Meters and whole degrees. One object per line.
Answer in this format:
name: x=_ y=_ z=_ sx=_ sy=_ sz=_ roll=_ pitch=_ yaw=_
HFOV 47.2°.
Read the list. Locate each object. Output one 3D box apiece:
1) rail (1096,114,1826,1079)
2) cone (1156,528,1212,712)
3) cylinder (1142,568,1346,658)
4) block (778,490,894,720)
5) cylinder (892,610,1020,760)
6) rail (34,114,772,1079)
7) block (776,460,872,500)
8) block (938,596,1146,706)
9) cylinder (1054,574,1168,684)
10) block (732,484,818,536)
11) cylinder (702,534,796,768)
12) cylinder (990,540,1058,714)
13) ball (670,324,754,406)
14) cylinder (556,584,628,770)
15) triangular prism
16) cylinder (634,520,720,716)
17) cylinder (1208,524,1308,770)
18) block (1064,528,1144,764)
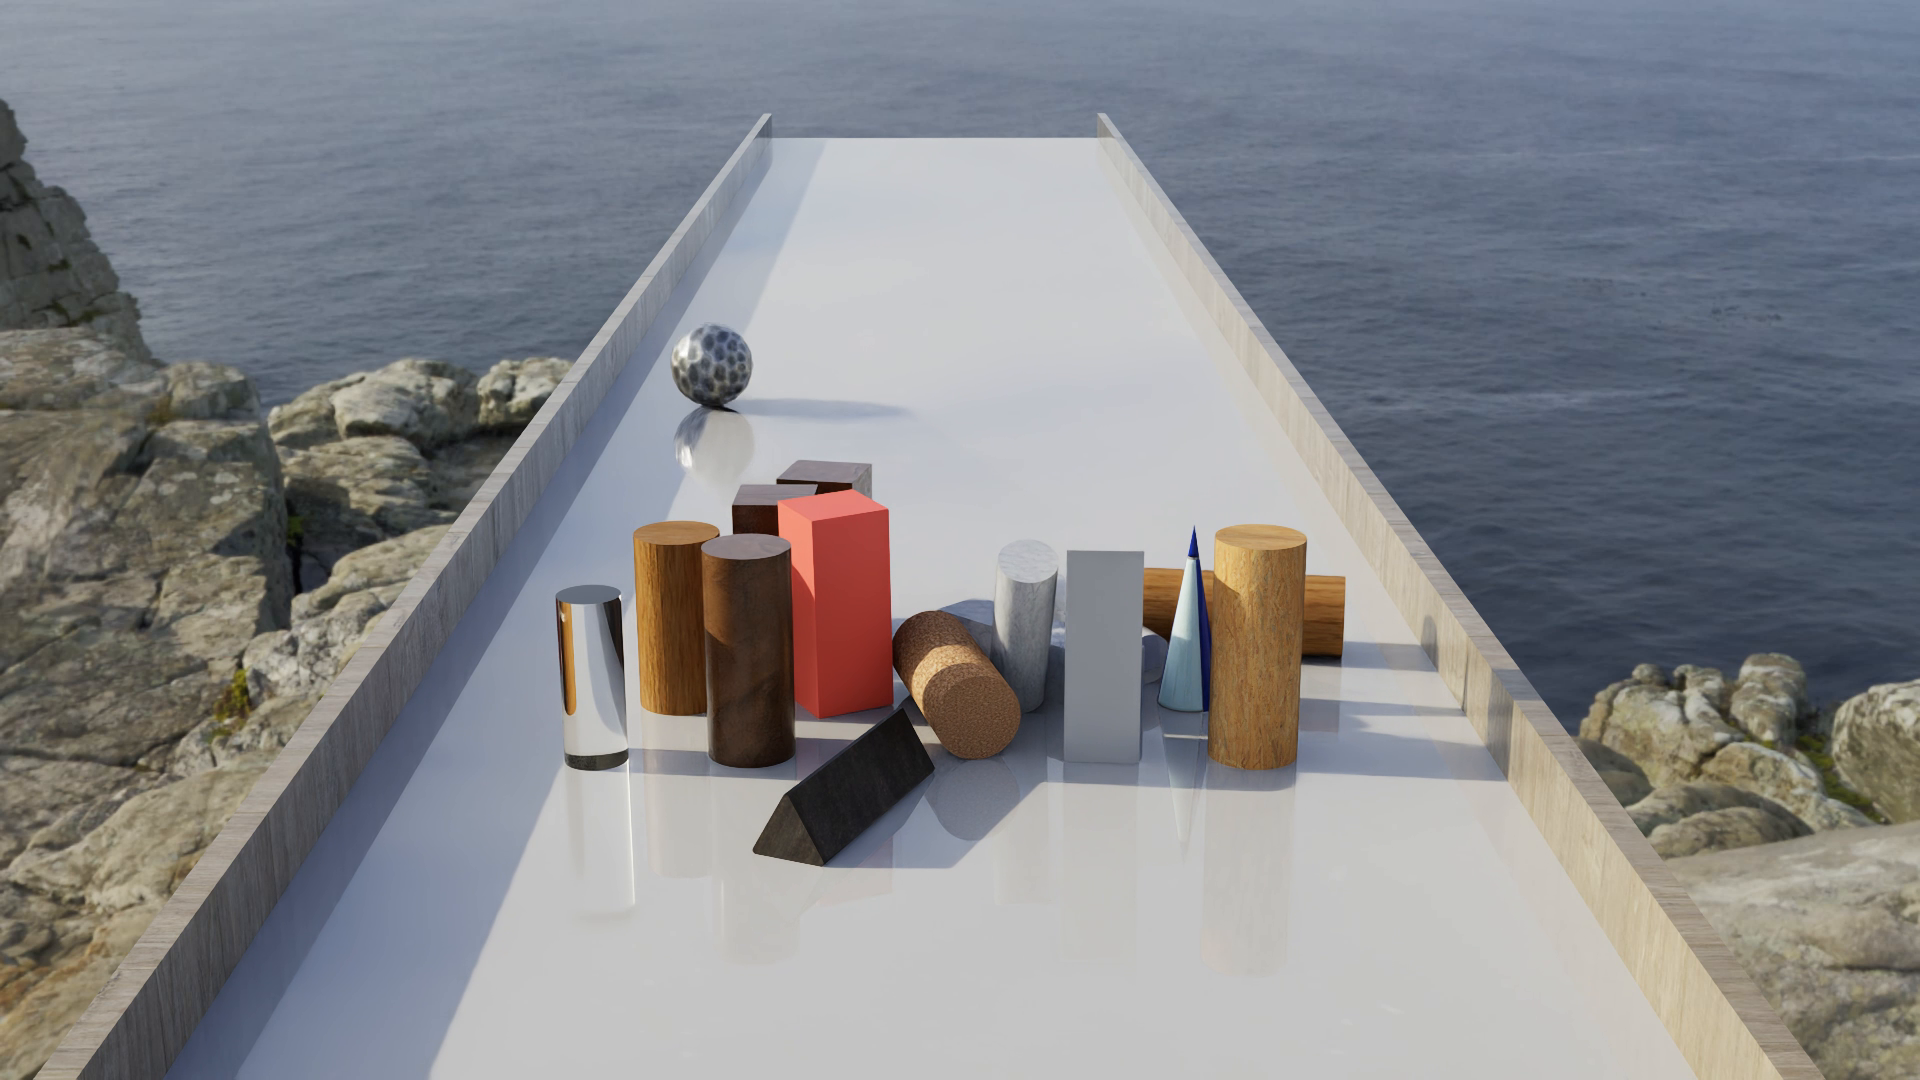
rail: x=0.932 y=-0.844 z=7.801 sx=0.050 sy=0.150 sz=12.000 roll=0 pitch=17 yaw=-1
cone: x=0.436 y=0.139 z=4.143 sx=0.122 sy=0.352 sz=0.122 roll=0 pitch=17 yaw=0
cylinder: x=0.570 y=0.146 z=4.453 sx=0.408 sy=0.163 sz=0.163 roll=3 pitch=17 yaw=9
block: x=-0.234 y=0.119 z=4.147 sx=0.155 sy=0.385 sz=0.155 roll=-10 pitch=19 yaw=-26
cylinder: x=-0.013 y=0.263 z=4.067 sx=0.157 sy=0.157 sz=0.377 roll=-4 pitch=17 yaw=-13
rail: x=-1.118 y=-0.838 z=7.780 sx=0.050 sy=0.150 sz=12.000 roll=0 pitch=17 yaw=-1
block: x=-0.278 y=0.022 z=4.555 sx=0.159 sy=0.340 sz=0.159 roll=4 pitch=17 yaw=12
block: x=0.152 y=0.224 z=4.273 sx=0.438 sy=0.115 sz=0.115 roll=15 pitch=23 yaw=42
cylinder: x=0.278 y=0.174 z=4.467 sx=0.100 sy=0.100 sz=0.443 roll=-7 pitch=18 yaw=-23
block: x=-0.362 y=0.076 z=4.364 sx=0.153 sy=0.345 sz=0.153 roll=0 pitch=17 yaw=1
cylinder: x=-0.373 y=0.195 z=3.894 sx=0.157 sy=0.385 sz=0.157 roll=0 pitch=17 yaw=0
cylinder: x=0.114 y=0.162 z=4.046 sx=0.110 sy=0.352 sz=0.110 roll=2 pitch=45 yaw=-2
ball: x=-0.739 y=-0.521 z=6.550 sx=0.244 sy=0.244 sz=0.244 roll=0 pitch=17 yaw=0
cylinder: x=-0.647 y=0.242 z=3.873 sx=0.113 sy=0.308 sz=0.113 roll=0 pitch=17 yaw=0
triangular prism: x=-0.189 y=0.400 z=3.678 sx=0.127 sy=0.110 sz=0.425 roll=7 pitch=18 yaw=23
cylinder: x=-0.529 y=0.146 z=4.149 sx=0.160 sy=0.334 sz=0.160 roll=0 pitch=17 yaw=0
cylinder: x=0.524 y=0.188 z=3.886 sx=0.159 sy=0.404 sz=0.159 roll=0 pitch=17 yaw=0
block: x=0.254 y=0.188 z=3.907 sx=0.133 sy=0.392 sz=0.133 roll=1 pitch=17 yaw=3
